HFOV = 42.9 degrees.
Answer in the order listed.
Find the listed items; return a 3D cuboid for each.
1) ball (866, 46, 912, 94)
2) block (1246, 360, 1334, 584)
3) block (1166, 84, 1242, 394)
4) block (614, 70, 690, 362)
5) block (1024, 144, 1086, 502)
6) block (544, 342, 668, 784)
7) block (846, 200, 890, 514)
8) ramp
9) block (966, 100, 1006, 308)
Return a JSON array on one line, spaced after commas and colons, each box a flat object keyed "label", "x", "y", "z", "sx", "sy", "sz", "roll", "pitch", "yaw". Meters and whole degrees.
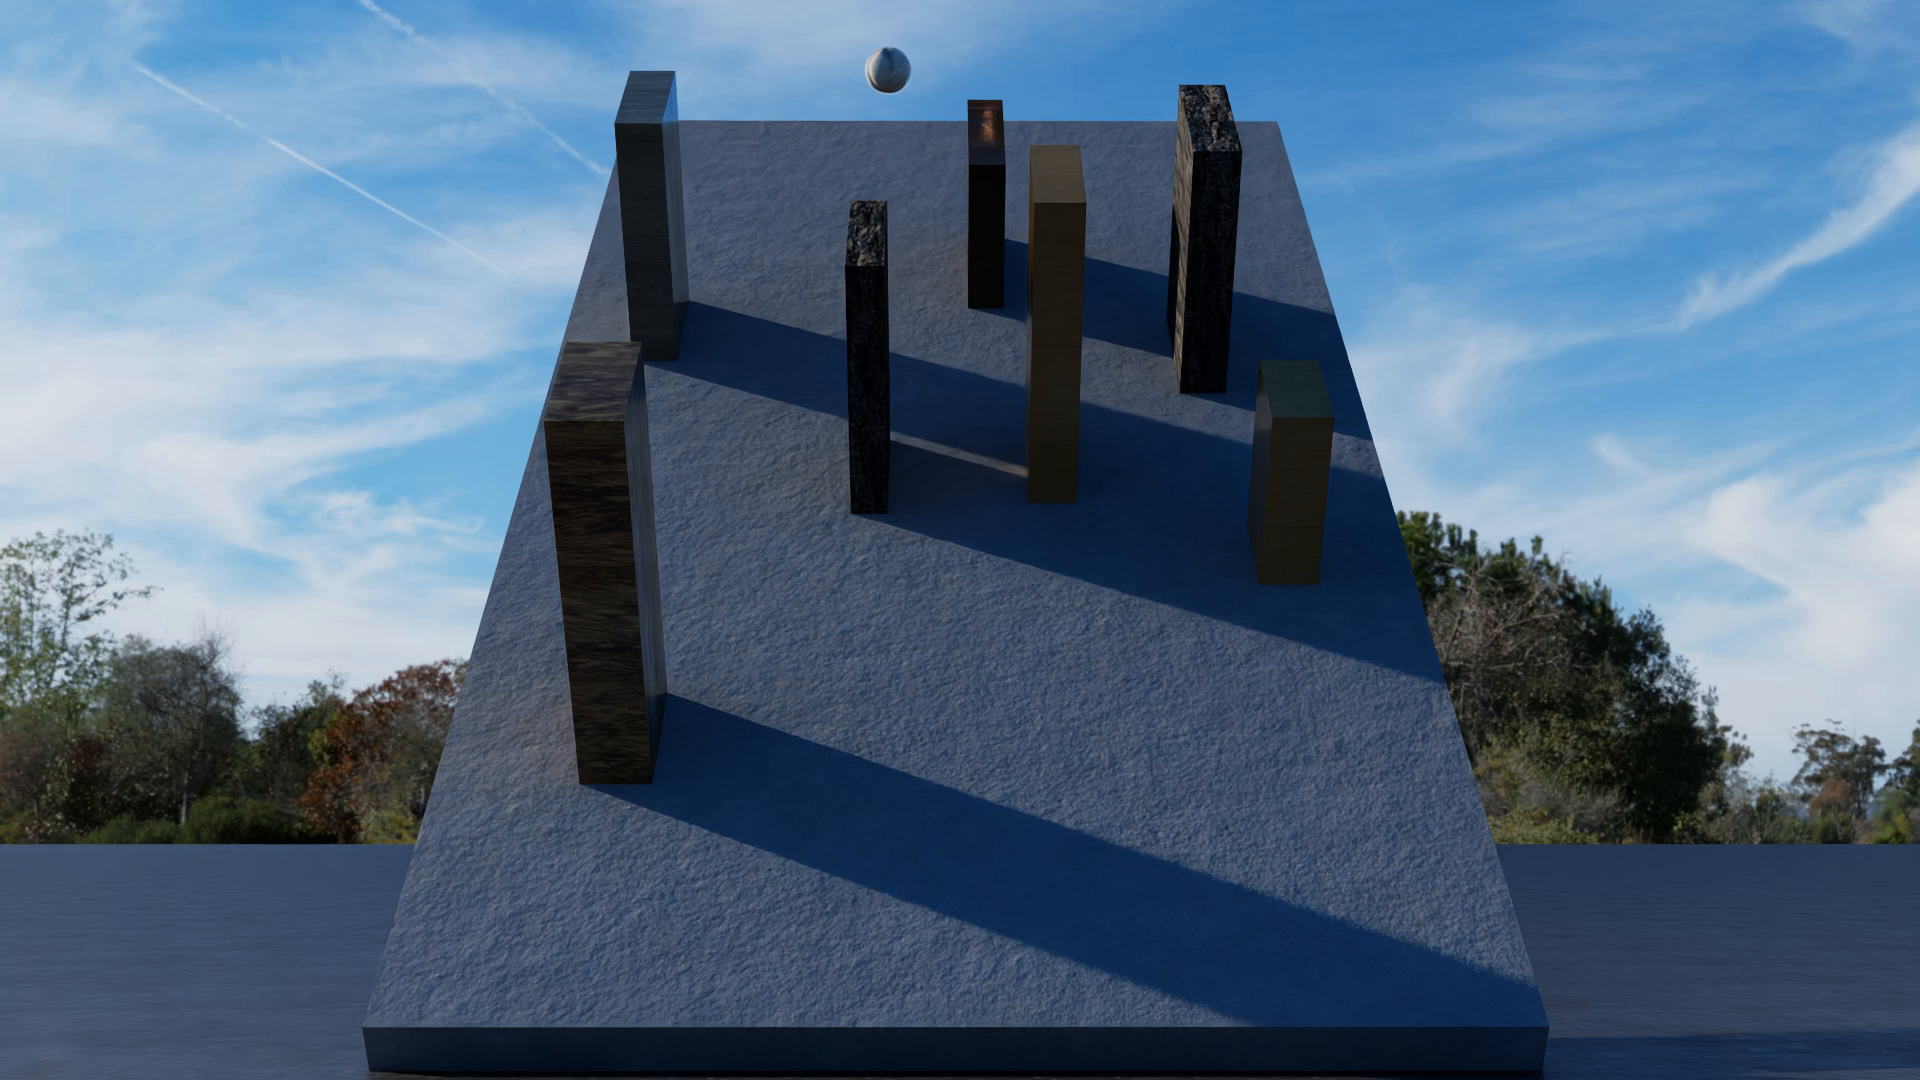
[{"label": "ball", "x": -0.203, "y": -1.333, "z": 6.931, "sx": 0.130, "sy": 0.130, "sz": 0.130, "roll": 0, "pitch": -7, "yaw": 0}, {"label": "block", "x": 0.711, "y": -0.147, "z": 5.286, "sx": 0.129, "sy": 0.413, "sz": 0.257, "roll": 0, "pitch": 32, "yaw": 0}, {"label": "block", "x": 0.599, "y": -0.744, "z": 6.033, "sx": 0.114, "sy": 0.639, "sz": 0.420, "roll": 0, "pitch": 32, "yaw": 0}, {"label": "block", "x": -0.769, "y": -0.813, "z": 6.136, "sx": 0.113, "sy": 0.638, "sz": 0.345, "roll": 0, "pitch": 32, "yaw": 0}, {"label": "block", "x": 0.211, "y": -0.483, "z": 5.512, "sx": 0.110, "sy": 0.742, "sz": 0.313, "roll": 0, "pitch": 32, "yaw": 0}, {"label": "block", "x": -0.658, "y": 0.050, "z": 4.597, "sx": 0.139, "sy": 0.795, "sz": 0.302, "roll": 0, "pitch": 32, "yaw": 0}, {"label": "block", "x": -0.206, "y": -0.411, "z": 5.512, "sx": 0.083, "sy": 0.617, "sz": 0.340, "roll": 0, "pitch": 32, "yaw": 0}, {"label": "ramp", "x": -0.015, "y": -0.192, "z": 5.840, "sx": 2.000, "sy": 0.100, "sz": 4.000, "roll": 0, "pitch": 32, "yaw": 0}, {"label": "block", "x": 0.067, "y": -0.897, "z": 6.498, "sx": 0.094, "sy": 0.405, "sz": 0.441, "roll": 0, "pitch": 32, "yaw": 0}]
